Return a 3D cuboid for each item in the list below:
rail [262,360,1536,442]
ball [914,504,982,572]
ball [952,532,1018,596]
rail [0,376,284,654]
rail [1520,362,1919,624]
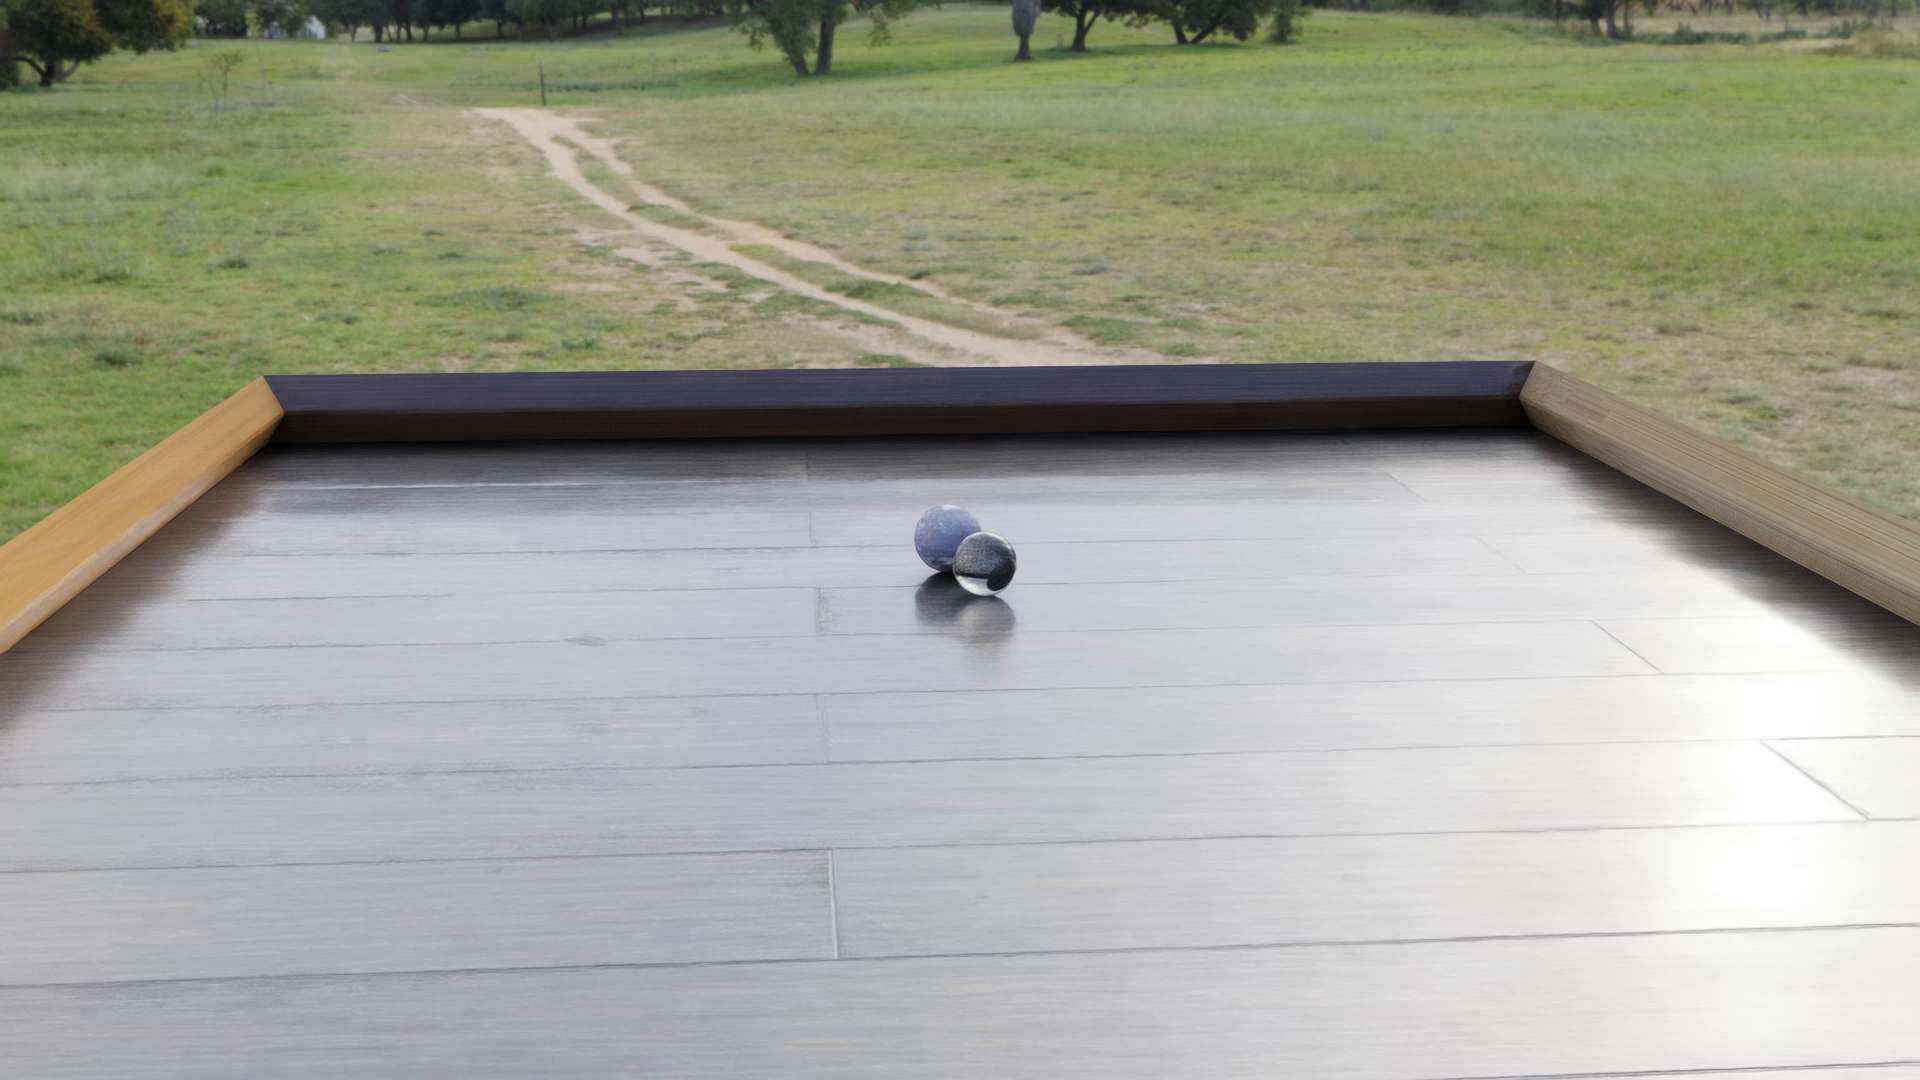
[{"bbox_3d":[-0.086,-0.259,4.146,2.412,0.125,0.045,-1,13,-4],"label":"rail"},{"bbox_3d":[-0.017,-0.003,3.099,0.097,0.097,0.097,0,13,0],"label":"ball"},{"bbox_3d":[0.033,0.032,2.965,0.088,0.088,0.088,0,13,0],"label":"ball"},{"bbox_3d":[-1.091,0.251,1.925,0.045,0.125,4.433,-1,13,-4],"label":"rail"},{"bbox_3d":[1.266,0.209,2.107,0.045,0.125,4.433,-1,13,-4],"label":"rail"}]
